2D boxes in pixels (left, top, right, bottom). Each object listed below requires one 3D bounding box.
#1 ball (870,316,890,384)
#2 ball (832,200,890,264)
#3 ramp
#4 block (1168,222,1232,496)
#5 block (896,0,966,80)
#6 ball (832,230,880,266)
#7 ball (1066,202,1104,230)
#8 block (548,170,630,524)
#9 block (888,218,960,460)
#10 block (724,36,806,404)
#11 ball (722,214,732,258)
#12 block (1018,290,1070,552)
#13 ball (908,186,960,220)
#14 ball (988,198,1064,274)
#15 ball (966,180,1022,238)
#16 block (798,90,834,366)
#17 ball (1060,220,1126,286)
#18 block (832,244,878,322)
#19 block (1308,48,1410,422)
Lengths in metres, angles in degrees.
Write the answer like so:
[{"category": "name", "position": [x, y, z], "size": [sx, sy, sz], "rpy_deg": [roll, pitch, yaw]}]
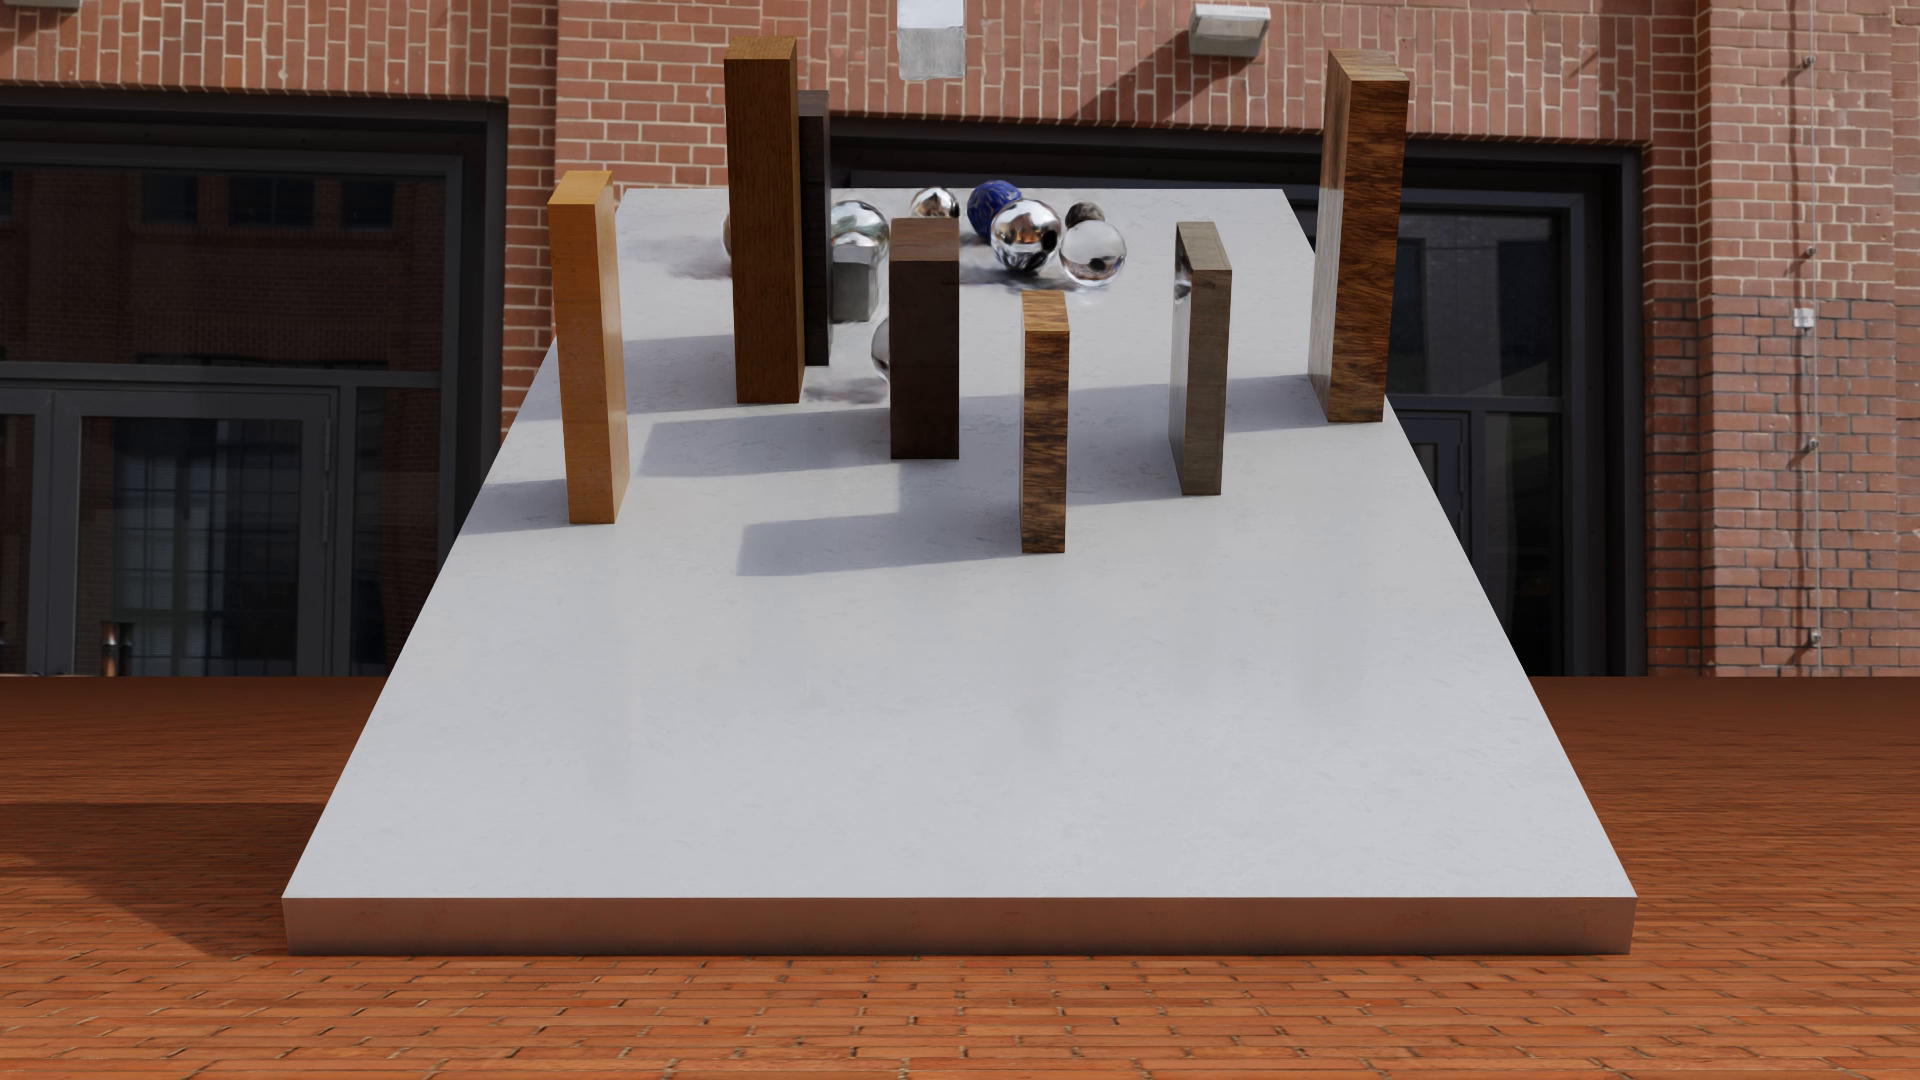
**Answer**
[{"category": "ball", "position": [-0.115, -0.442, 5.407], "size": [0.187, 0.187, 0.187], "rpy_deg": [0, -3, 0]}, {"category": "ball", "position": [-0.289, -0.810, 6.225], "size": [0.206, 0.206, 0.206], "rpy_deg": [0, -3, 0]}, {"category": "ramp", "position": [-0.008, -0.227, 5.274], "size": [2.000, 0.100, 4.000], "rpy_deg": [0, 24, 0]}, {"category": "block", "position": [0.505, -0.388, 4.910], "size": [0.080, 0.489, 0.352], "rpy_deg": [0, 24, 0]}, {"category": "block", "position": [-0.077, -1.401, 6.392], "size": [0.182, 0.182, 0.182], "rpy_deg": [-1, -37, 2]}, {"category": "ball", "position": [-0.277, -0.742, 6.068], "size": [0.137, 0.137, 0.137], "rpy_deg": [0, -3, 0]}, {"category": "ball", "position": [0.354, -0.901, 6.556], "size": [0.111, 0.111, 0.111], "rpy_deg": [0, -3, 0]}, {"category": "block", "position": [-0.745, -0.388, 4.683], "size": [0.091, 0.664, 0.252], "rpy_deg": [0, 24, 0]}, {"category": "block", "position": [-0.076, -0.445, 5.090], "size": [0.148, 0.446, 0.326], "rpy_deg": [0, 24, 0]}, {"category": "block", "position": [-0.443, -0.730, 5.306], "size": [0.143, 0.794, 0.252], "rpy_deg": [0, 24, 0]}, {"category": "ball", "position": [-0.551, -0.829, 6.292], "size": [0.187, 0.187, 0.187], "rpy_deg": [0, -3, 0]}, {"category": "block", "position": [0.164, -0.236, 4.596], "size": [0.084, 0.459, 0.255], "rpy_deg": [0, 24, 0]}, {"category": "ball", "position": [-0.072, -0.928, 6.573], "size": [0.146, 0.146, 0.146], "rpy_deg": [0, -3, 0]}, {"category": "ball", "position": [0.179, -0.820, 6.255], "size": [0.202, 0.202, 0.202], "rpy_deg": [0, -3, 0]}, {"category": "ball", "position": [0.102, -0.934, 6.560], "size": [0.167, 0.167, 0.167], "rpy_deg": [0, -3, 0]}, {"category": "block", "position": [-0.361, -0.753, 5.592], "size": [0.090, 0.607, 0.271], "rpy_deg": [0, 24, 0]}, {"category": "ball", "position": [0.353, -0.761, 6.152], "size": [0.177, 0.177, 0.177], "rpy_deg": [0, -3, 0]}, {"category": "block", "position": [-0.298, -0.660, 5.947], "size": [0.153, 0.153, 0.153], "rpy_deg": [3, 24, 6]}, {"category": "block", "position": [0.893, -0.687, 5.238], "size": [0.124, 0.775, 0.327], "rpy_deg": [0, 24, 0]}]
